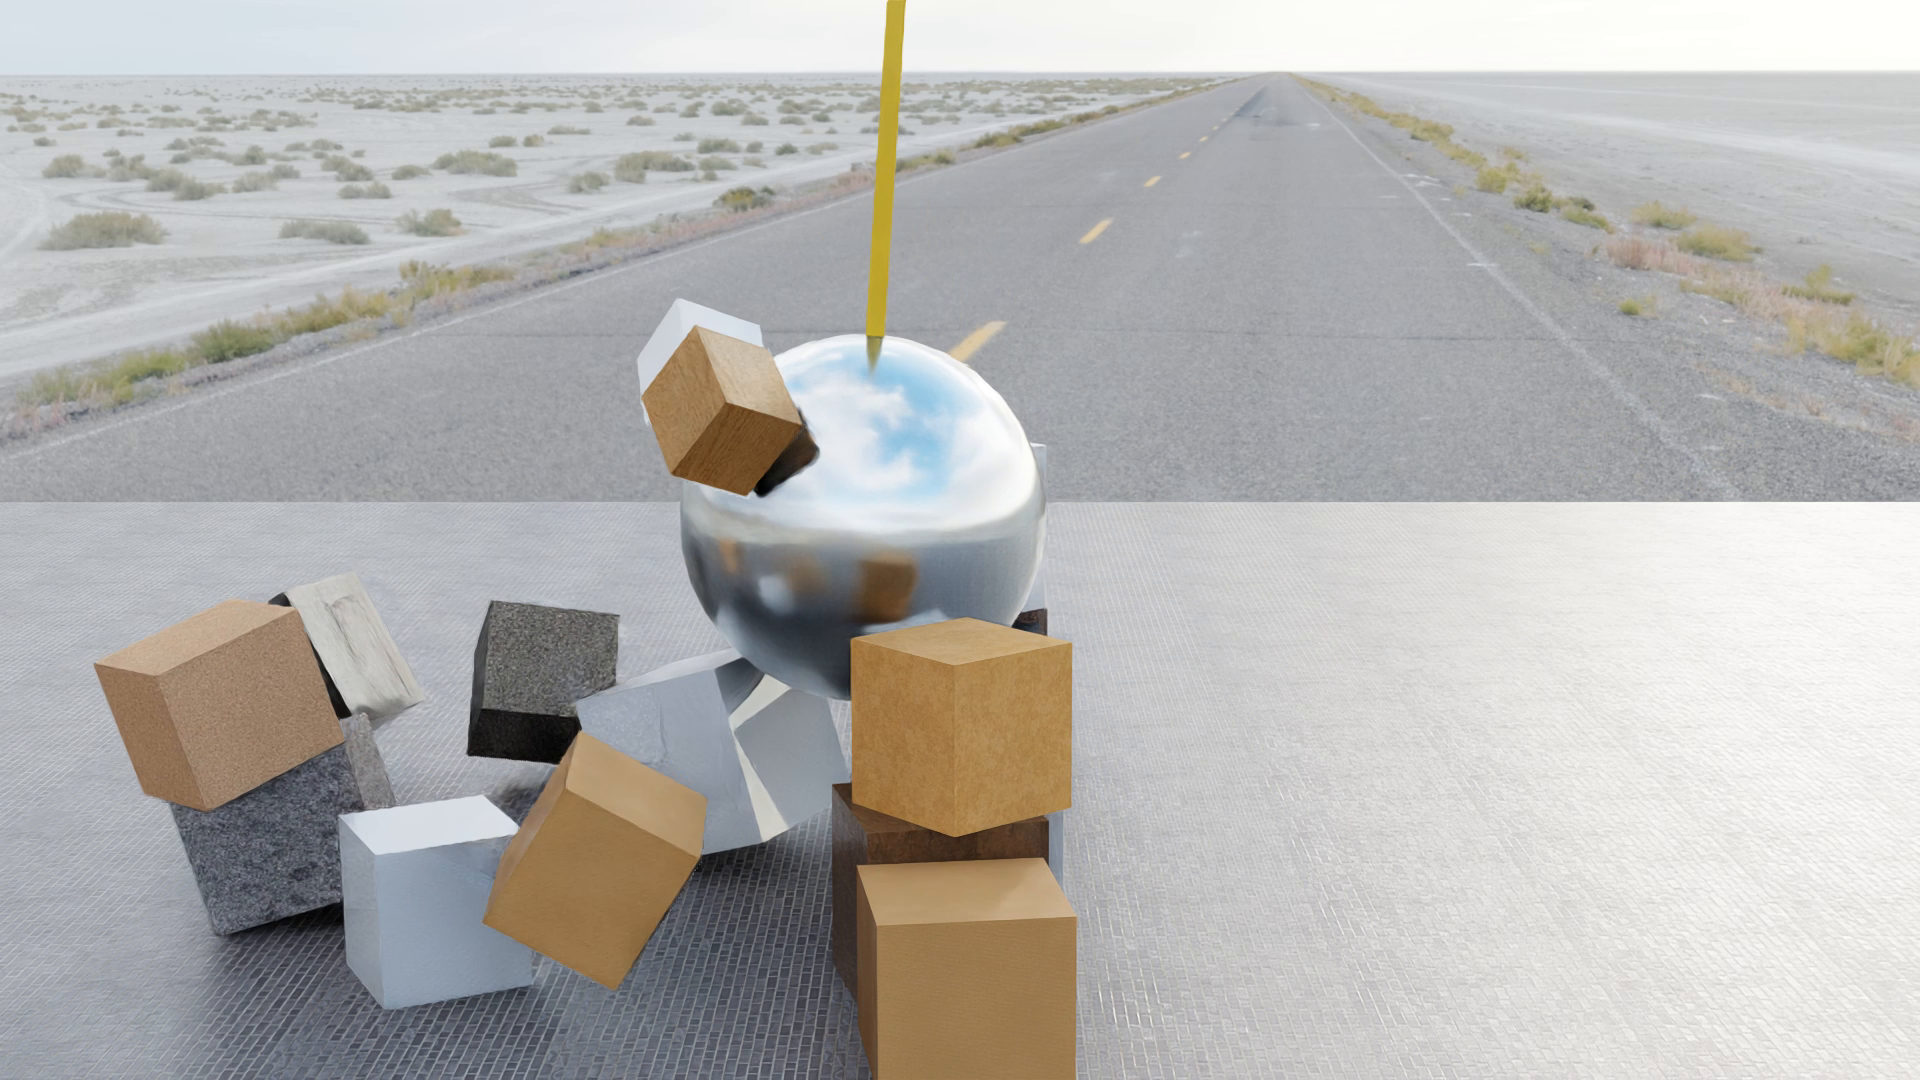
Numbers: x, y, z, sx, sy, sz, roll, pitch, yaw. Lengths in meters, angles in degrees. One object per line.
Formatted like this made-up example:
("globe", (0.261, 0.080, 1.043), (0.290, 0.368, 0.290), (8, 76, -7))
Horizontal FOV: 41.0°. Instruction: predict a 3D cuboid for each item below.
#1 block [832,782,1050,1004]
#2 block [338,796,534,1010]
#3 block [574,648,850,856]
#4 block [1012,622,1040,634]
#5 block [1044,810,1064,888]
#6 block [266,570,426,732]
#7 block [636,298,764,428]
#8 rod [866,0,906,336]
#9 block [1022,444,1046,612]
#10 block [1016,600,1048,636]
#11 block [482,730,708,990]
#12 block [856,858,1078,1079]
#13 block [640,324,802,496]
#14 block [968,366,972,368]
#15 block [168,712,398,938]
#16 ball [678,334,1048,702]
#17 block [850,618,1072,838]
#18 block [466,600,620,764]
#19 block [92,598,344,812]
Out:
("block", (-0.086, 1.373, 9.942), (0.697, 0.741, 0.695), (-3, 11, -14))
("block", (-2.060, 1.410, 10.066), (0.585, 0.617, 0.586), (-6, 12, -26))
("block", (-1.104, 0.945, 11.648), (0.750, 0.786, 0.865), (-14, 3, 26))
("block", (-0.022, 0.884, 12.441), (0.792, 0.809, 0.878), (1, 10, 3))
("block", (0.013, 1.227, 10.745), (0.804, 0.742, 0.766), (0, 10, 0))
("block", (-3.290, 0.694, 12.900), (0.703, 0.756, 0.626), (-30, -2, 21))
("block", (-1.198, -0.770, 11.965), (0.435, 0.420, 0.454), (17, 39, -29))
("rod", (-0.182, -3.433, 10.556), (0.080, 5.200, 0.080), (4, 10, -1))
("block", (-0.129, -0.071, 12.761), (0.786, 0.820, 0.784), (-9, 13, -41))
("block", (-0.014, 0.689, 13.324), (0.918, 0.876, 0.906), (0, 10, 1))
("block", (-1.337, 1.175, 9.454), (0.548, 0.619, 0.514), (30, 15, -12))
("block", (0.012, 1.560, 9.246), (0.699, 0.622, 0.689), (-1, 10, -8))
("block", (-0.967, -0.522, 10.382), (0.382, 0.413, 0.463), (16, 36, -39))
("block", (-0.211, -0.656, 12.516), (0.414, 0.418, 0.483), (-3, 11, -17))
("block", (-2.813, 1.190, 10.818), (0.747, 0.612, 0.612), (-16, 11, -2))
("ball", (-0.420, -0.096, 11.163), (1.600, 1.600, 1.600), (0, 10, 0))
("block", (0.005, 0.698, 9.776), (0.588, 0.647, 0.604), (-9, 14, -40))
("block", (-2.089, 0.726, 12.837), (0.636, 0.577, 0.626), (7, -28, -15))
("block", (-3.026, 0.662, 10.492), (0.651, 0.598, 0.571), (-29, 22, -38))
